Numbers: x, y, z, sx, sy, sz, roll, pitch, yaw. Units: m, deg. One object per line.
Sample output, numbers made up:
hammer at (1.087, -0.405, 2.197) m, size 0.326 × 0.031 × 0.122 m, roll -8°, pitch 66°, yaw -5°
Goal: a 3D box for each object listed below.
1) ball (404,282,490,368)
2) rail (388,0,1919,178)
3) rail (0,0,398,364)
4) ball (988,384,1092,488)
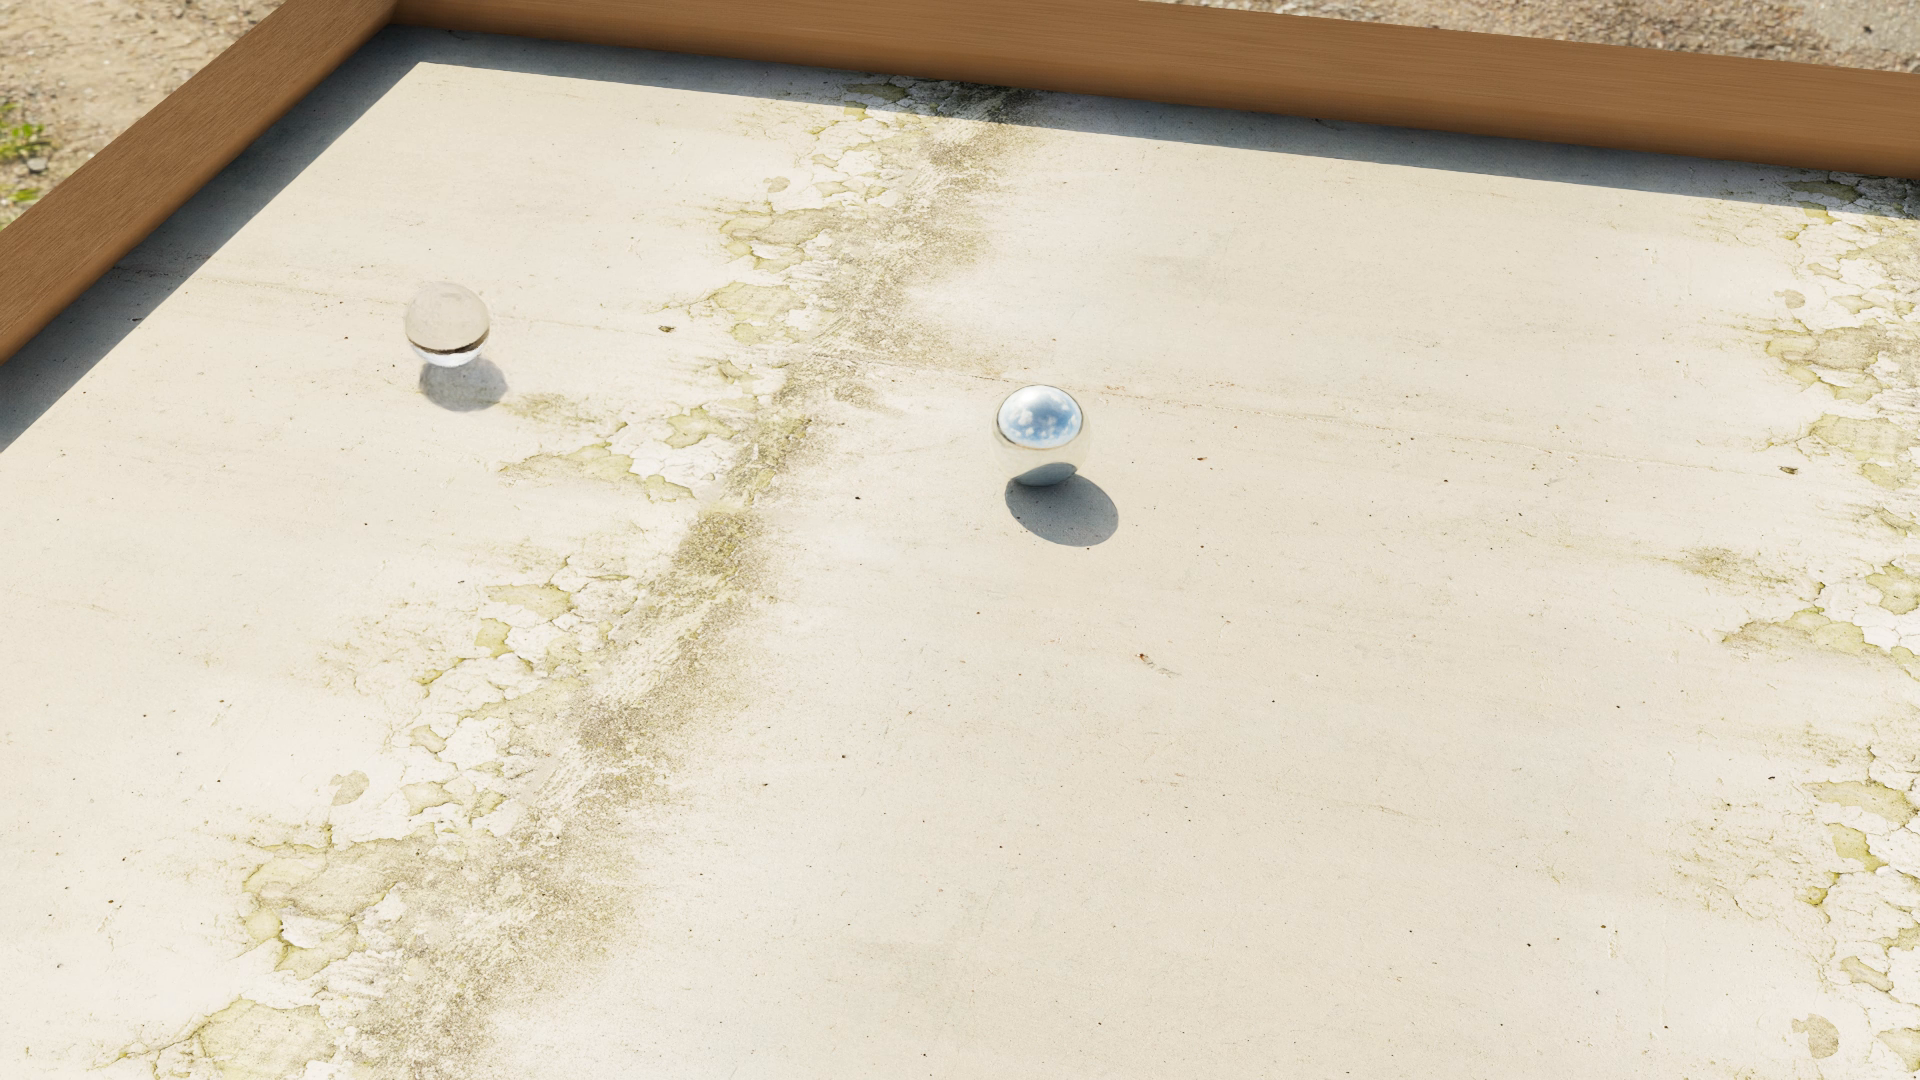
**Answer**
ball at (-0.458, -0.192, 2.294) m, size 0.075 × 0.075 × 0.075 m, roll 0°, pitch 34°, yaw 0°
rail at (1.121, -0.385, 2.548) m, size 3.693 × 0.112 × 0.045 m, roll 8°, pitch 35°, yaw 12°
rail at (-0.872, -0.136, 2.175) m, size 0.045 × 0.112 × 1.892 m, roll 8°, pitch 35°, yaw 12°
ball at (0.066, -0.087, 2.127) m, size 0.086 × 0.086 × 0.086 m, roll 0°, pitch 34°, yaw 0°
